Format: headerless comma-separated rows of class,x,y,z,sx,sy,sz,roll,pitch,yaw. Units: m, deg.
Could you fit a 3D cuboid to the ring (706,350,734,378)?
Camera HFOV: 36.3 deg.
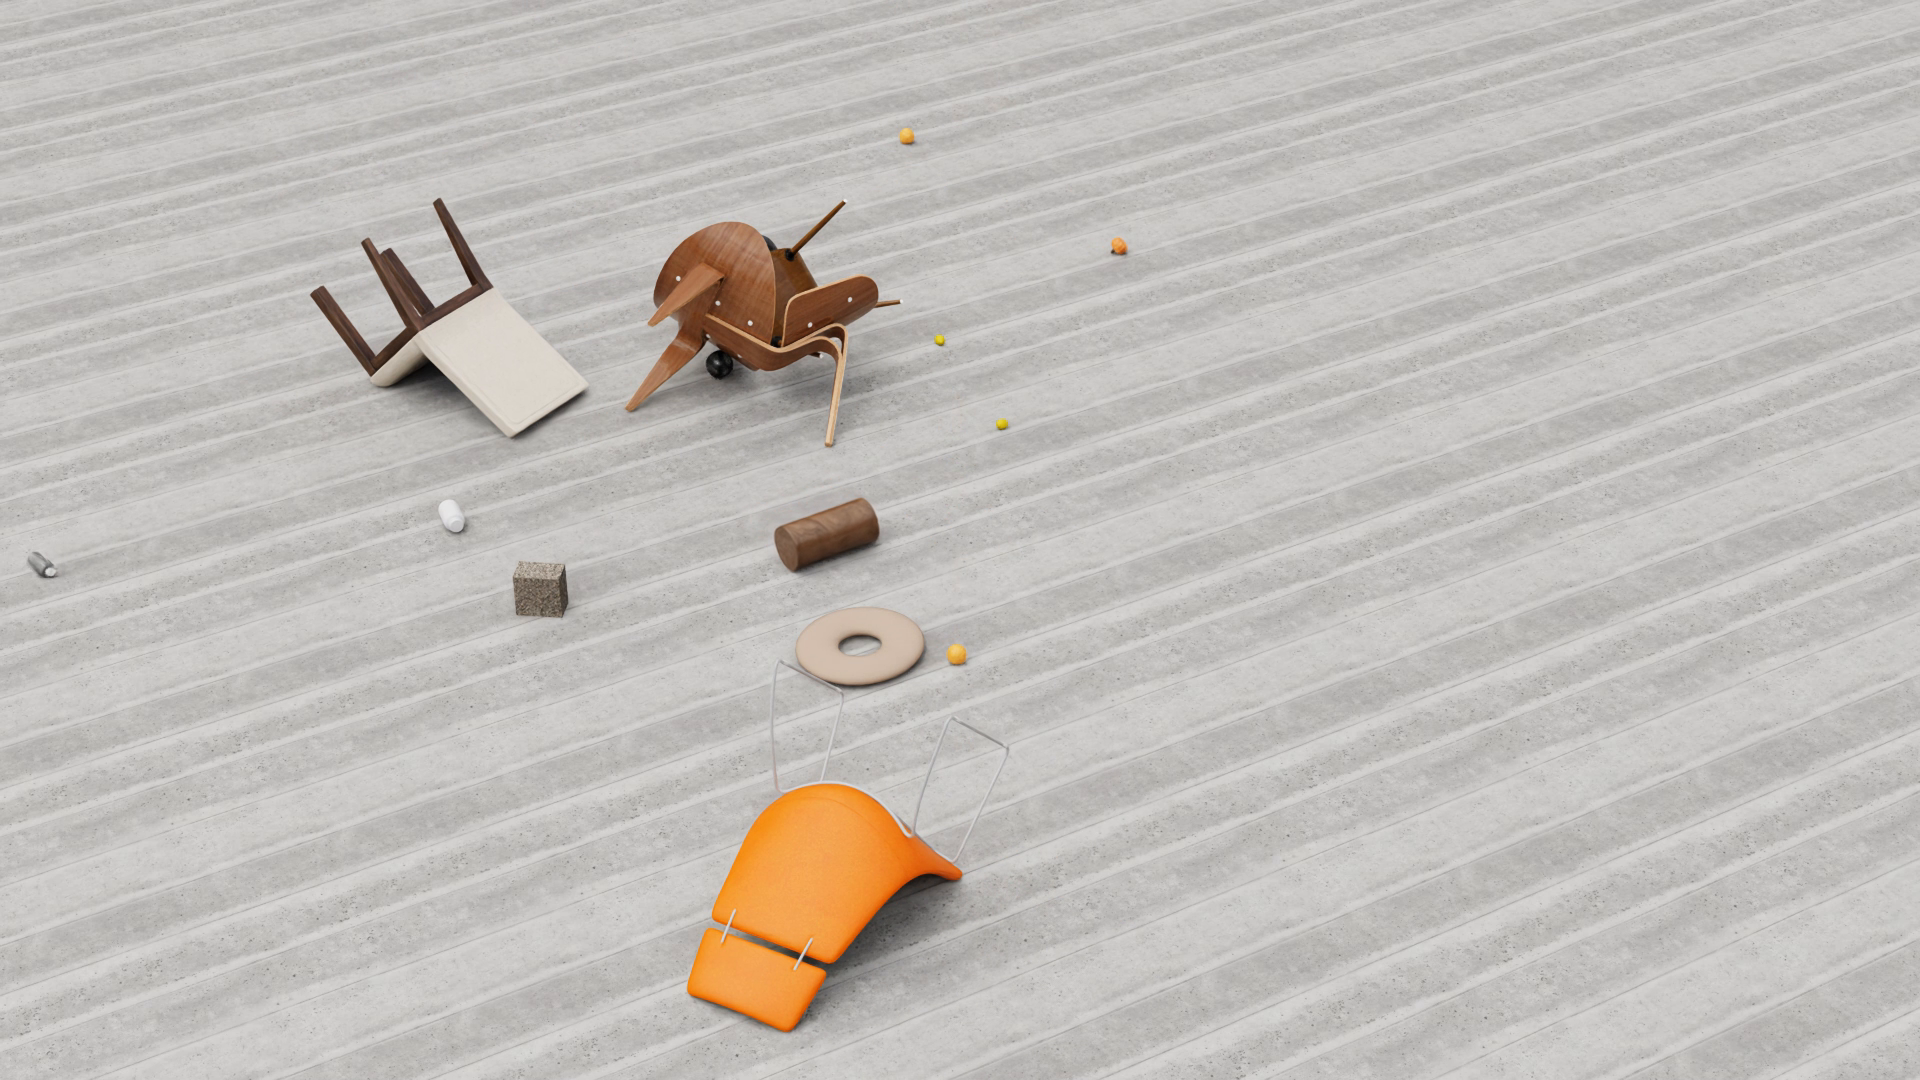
ring,-0.979,-0.715,11.936,0.102,0.111,0.082,28,22,-53

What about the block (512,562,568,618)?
block,-1.505,0.178,10.524,0.168,0.166,0.101,4,34,5

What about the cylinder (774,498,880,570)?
cylinder,-0.491,-0.022,10.825,0.352,0.170,0.167,-20,-3,-28

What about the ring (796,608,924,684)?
ring,-0.352,0.371,10.323,0.466,0.066,0.436,-23,40,-30
